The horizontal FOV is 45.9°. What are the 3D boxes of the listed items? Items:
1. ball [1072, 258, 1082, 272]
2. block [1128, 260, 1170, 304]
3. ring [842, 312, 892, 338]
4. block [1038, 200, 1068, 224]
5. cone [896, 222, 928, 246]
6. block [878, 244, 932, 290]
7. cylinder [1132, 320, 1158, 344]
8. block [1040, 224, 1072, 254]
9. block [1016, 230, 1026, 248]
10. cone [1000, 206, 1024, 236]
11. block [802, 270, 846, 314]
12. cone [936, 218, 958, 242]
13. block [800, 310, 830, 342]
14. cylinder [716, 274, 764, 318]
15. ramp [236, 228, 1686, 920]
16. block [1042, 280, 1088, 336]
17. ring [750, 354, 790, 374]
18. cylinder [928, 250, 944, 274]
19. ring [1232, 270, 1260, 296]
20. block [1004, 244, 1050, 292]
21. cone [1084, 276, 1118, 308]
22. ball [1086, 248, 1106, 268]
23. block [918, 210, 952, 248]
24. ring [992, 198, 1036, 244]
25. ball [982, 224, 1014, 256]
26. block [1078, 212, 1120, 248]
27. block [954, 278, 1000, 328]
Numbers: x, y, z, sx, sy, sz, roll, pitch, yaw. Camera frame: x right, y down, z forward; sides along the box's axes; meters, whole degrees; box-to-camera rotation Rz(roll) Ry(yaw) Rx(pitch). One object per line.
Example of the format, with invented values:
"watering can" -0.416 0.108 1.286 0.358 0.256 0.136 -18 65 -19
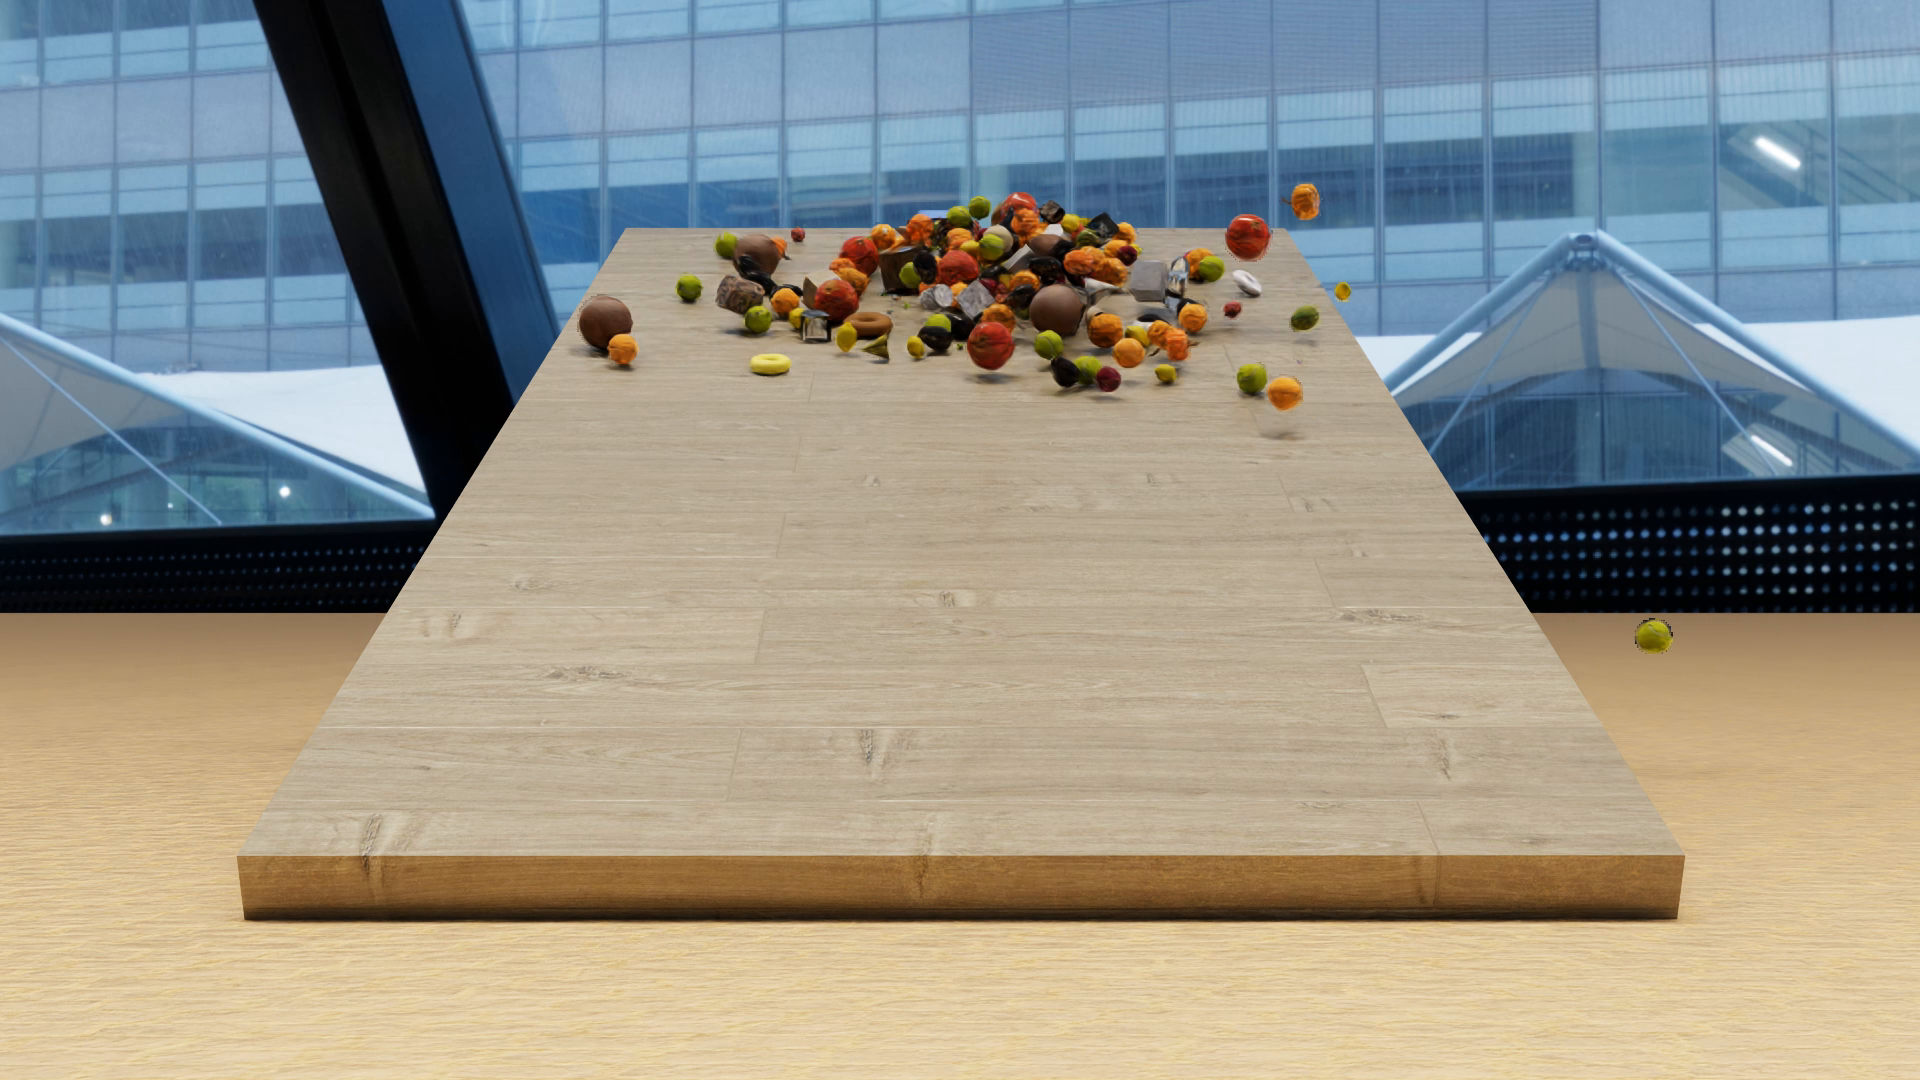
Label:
"ball" 0.312 -0.777 6.342 0.058 0.058 0.058 0 -2 0
"block" 0.499 -0.677 5.944 0.083 0.083 0.083 7 -15 23
"ring" -0.234 -0.541 5.725 0.128 0.043 0.128 0 21 0
"block" 0.272 -0.953 6.646 0.053 0.053 0.053 41 -8 39
"cone" -0.144 -0.866 6.393 0.087 0.087 0.087 17 -1 1
"block" -0.148 -0.738 6.135 0.095 0.095 0.095 -24 17 -38
"cylinder" 0.460 -0.516 5.641 0.053 0.053 0.053 8 1 21
"block" 0.269 -0.837 6.317 0.058 0.058 0.058 12 -38 30
"block" 0.150 -0.861 6.504 0.054 0.054 0.054 32 -34 13
"cone" 0.140 -0.888 6.279 0.080 0.080 0.080 3 21 -1
"block" -0.356 -0.645 5.925 0.081 0.081 0.081 -11 38 -27
"cone" -0.050 -0.861 6.362 0.065 0.065 0.065 34 1 -1
"block" -0.361 -0.534 5.672 0.064 0.064 0.064 -4 21 -11
"cylinder" -0.558 -0.619 5.755 0.090 0.090 0.090 18 -10 -29
"ramp" -0.005 -0.209 5.027 2.000 0.100 4.000 0 20 0
"block" 0.263 -0.583 5.713 0.089 0.089 0.089 19 29 -5
"ring" -0.452 -0.419 5.405 0.098 0.033 0.098 0 20 0
"cylinder" -0.084 -0.771 6.321 0.059 0.059 0.059 -19 11 -38
"ring" 0.772 -0.693 6.108 0.089 0.089 0.030 2 -45 -50
"block" 0.179 -0.735 6.137 0.083 0.083 0.083 -41 18 5
"cone" 0.375 -0.656 5.954 0.085 0.085 0.085 -8 -3 10
"ball" 0.381 -0.793 6.392 0.055 0.055 0.055 0 -2 0
"block" -0.073 -0.910 6.653 0.092 0.092 0.092 0 20 1
"ring" 0.156 -0.929 6.647 0.140 0.140 0.047 -1 17 25
"ball" 0.101 -0.811 6.150 0.085 0.085 0.085 0 -2 0
"block" 0.405 -0.895 6.584 0.071 0.071 0.071 -41 -4 42
"block" 0.044 -0.597 5.721 0.076 0.076 0.076 -39 -16 1
